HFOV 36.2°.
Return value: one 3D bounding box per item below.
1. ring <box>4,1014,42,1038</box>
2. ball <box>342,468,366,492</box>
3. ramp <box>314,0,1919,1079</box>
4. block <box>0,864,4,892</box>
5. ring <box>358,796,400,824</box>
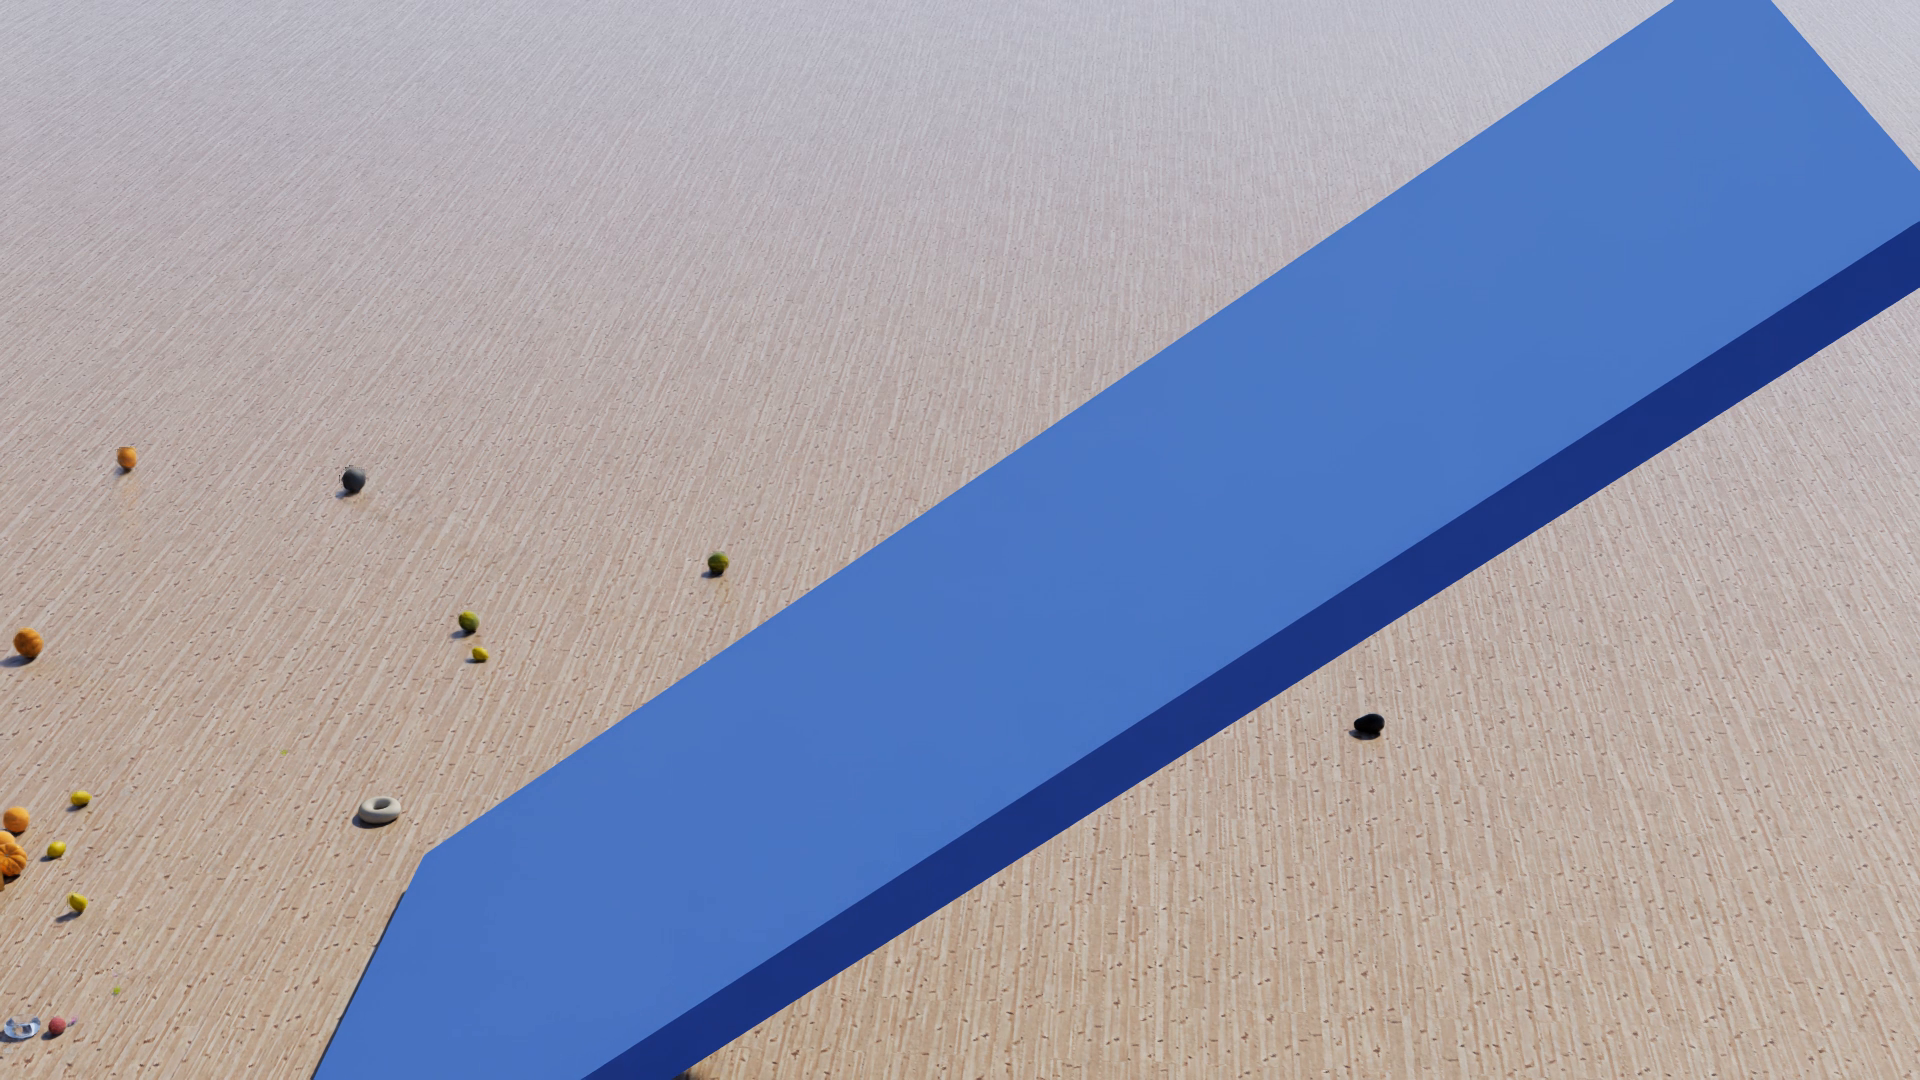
[{"bbox_3d":[-2.274,1.179,7.135,0.087,0.029,0.087,1,23,0],"label":"ring"},{"bbox_3d":[-2.148,-0.215,10.424,0.083,0.083,0.083,0,23,0],"label":"ball"},{"bbox_3d":[0.129,0.179,6.321,4.000,0.100,2.000,-34,16,16],"label":"ramp"},{"bbox_3d":[-2.587,0.881,7.777,0.087,0.087,0.087,-14,26,-30],"label":"block"},{"bbox_3d":[-1.610,0.749,8.160,0.117,0.039,0.117,-1,23,0],"label":"ring"}]
